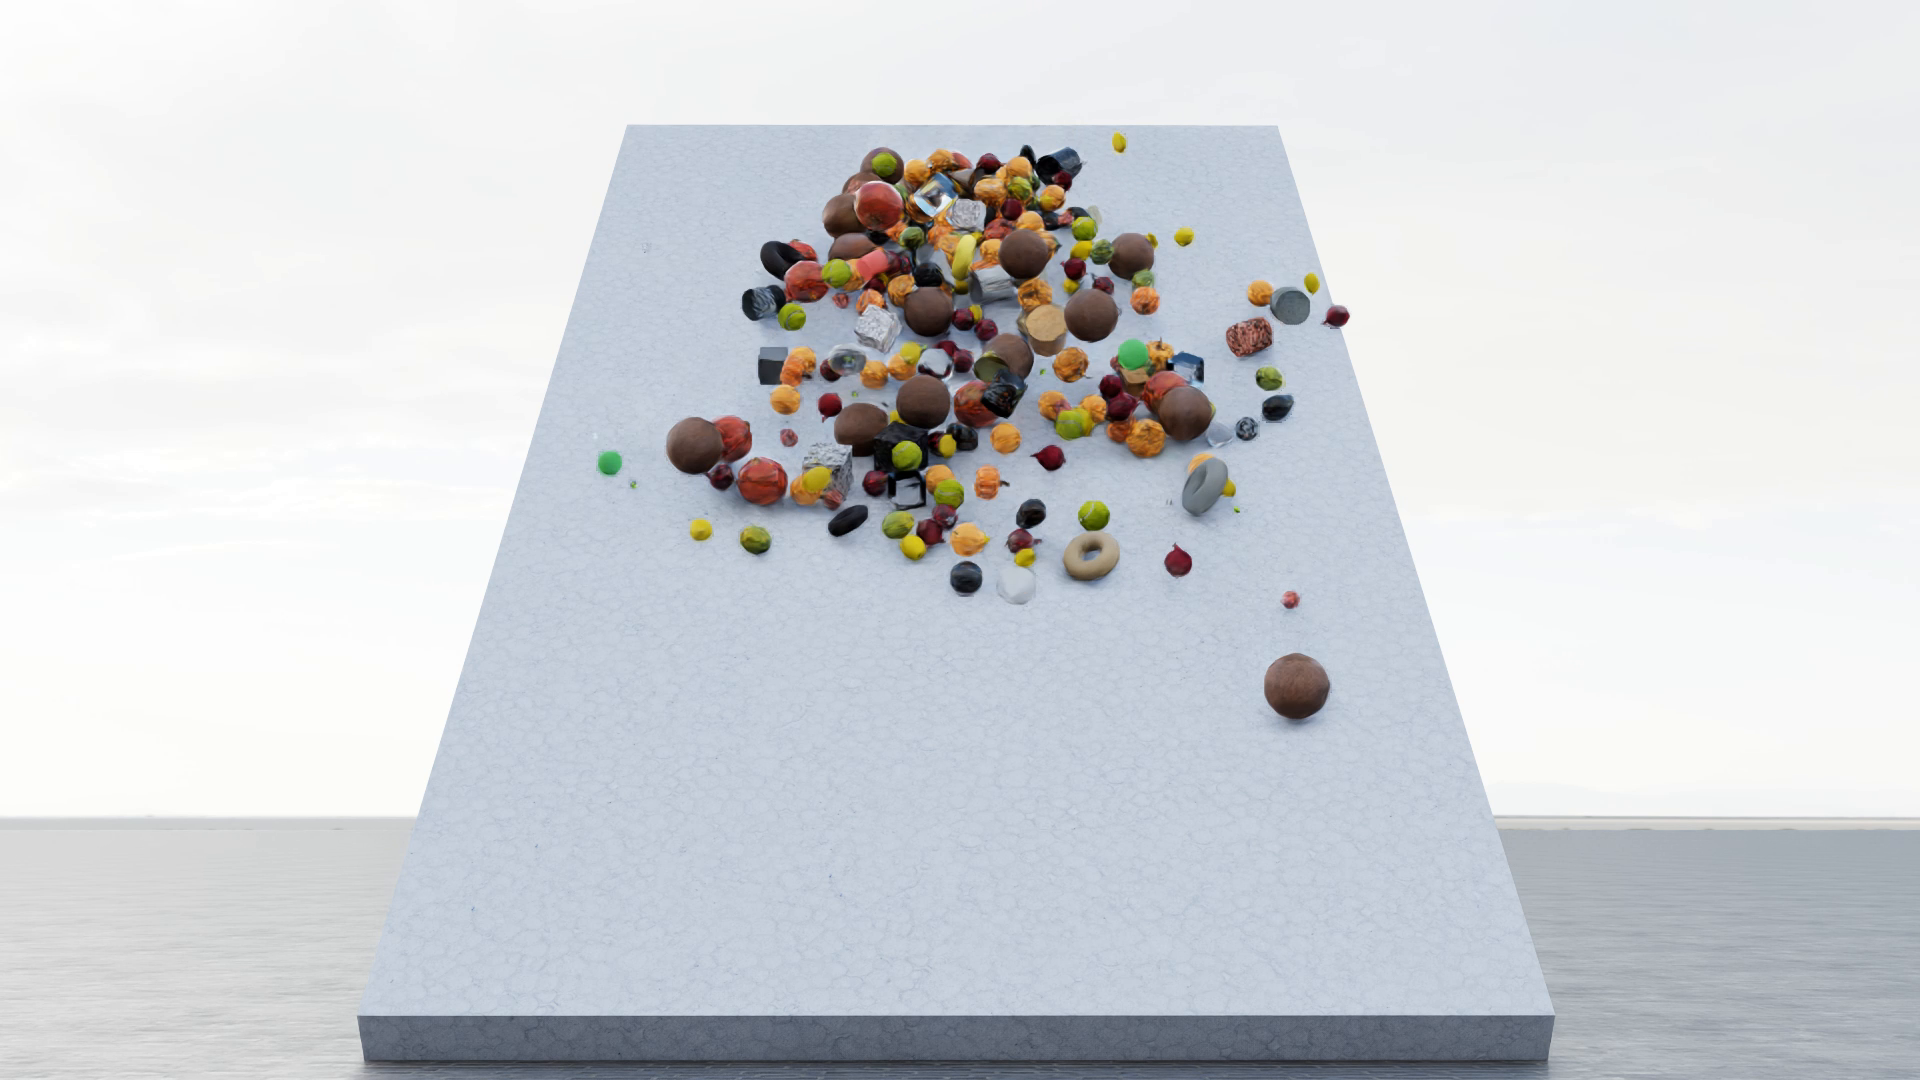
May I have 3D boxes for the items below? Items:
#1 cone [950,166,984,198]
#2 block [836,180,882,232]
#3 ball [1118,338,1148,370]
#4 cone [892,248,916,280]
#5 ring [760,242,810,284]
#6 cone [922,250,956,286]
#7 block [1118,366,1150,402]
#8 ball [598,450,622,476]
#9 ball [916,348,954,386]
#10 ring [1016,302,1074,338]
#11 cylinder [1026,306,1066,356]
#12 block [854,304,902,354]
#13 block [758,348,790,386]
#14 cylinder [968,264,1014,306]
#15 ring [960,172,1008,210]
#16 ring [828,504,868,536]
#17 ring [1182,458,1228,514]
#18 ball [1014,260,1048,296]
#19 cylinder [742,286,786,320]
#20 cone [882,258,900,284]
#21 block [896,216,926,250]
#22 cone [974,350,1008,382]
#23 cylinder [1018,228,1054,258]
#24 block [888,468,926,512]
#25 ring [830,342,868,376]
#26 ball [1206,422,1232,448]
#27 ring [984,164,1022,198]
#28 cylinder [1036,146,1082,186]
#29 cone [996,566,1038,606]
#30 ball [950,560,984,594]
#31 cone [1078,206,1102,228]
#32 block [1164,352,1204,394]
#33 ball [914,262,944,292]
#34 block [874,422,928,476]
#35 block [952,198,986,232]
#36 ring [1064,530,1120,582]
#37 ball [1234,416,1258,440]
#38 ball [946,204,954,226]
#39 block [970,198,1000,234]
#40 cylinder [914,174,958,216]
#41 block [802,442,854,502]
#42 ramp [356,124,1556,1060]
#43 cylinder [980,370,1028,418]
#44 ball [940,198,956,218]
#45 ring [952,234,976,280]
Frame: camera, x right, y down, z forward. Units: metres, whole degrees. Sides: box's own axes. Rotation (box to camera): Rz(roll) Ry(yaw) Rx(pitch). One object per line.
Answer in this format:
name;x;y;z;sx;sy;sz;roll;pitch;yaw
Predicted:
cone;0.006;-0.998;6.703;0.089;0.089;0.089;21;2;23
block;-0.277;-0.919;6.683;0.088;0.088;0.088;19;-51;-5
ball;0.394;-0.423;5.547;0.072;0.072;0.072;0;-7;0
cone;-0.135;-0.721;6.518;0.087;0.087;0.087;-30;-18;-11
ring;-0.459;-0.727;6.382;0.148;0.148;0.049;6;-49;-44
cone;-0.042;-0.687;6.308;0.094;0.094;0.094;44;9;19
block;0.425;-0.380;5.936;0.058;0.058;0.058;-9;-47;-14
ball;-0.806;-0.178;5.603;0.058;0.058;0.058;0;-7;0
ball;-0.062;-0.420;5.913;0.094;0.094;0.094;0;-7;0
ring;0.218;-0.561;6.247;0.145;0.048;0.145;-2;37;2
cylinder;0.211;-0.509;5.930;0.095;0.095;0.095;0;-19;3
block;-0.183;-0.473;5.454;0.072;0.072;0.072;23;-16;15
block;-0.460;-0.430;6.012;0.069;0.069;0.069;1;31;1
cylinder;0.080;-0.670;6.391;0.091;0.091;0.091;-16;0;-23
ring;0.067;-0.977;6.855;0.135;0.045;0.135;6;-45;6
ring;-0.246;-0.044;5.373;0.100;0.033;0.100;-28;15;9
ring;0.548;-0.121;5.447;0.047;0.140;0.140;30;-17;-18
ball;0.186;-0.685;6.374;0.091;0.091;0.091;0;-7;0
cylinder;-0.506;-0.613;6.285;0.082;0.082;0.082;-6;7;43
cone;-0.174;-0.698;6.403;0.062;0.062;0.062;-24;-12;-6
block;-0.134;-0.837;6.649;0.059;0.059;0.059;29;-8;11
cone;0.072;-0.428;5.758;0.080;0.080;0.080;1;-49;1
cylinder;0.206;-0.802;6.579;0.070;0.070;0.070;17;0;22
block;-0.118;-0.113;5.494;0.065;0.065;0.065;-13;34;-21
ring;-0.269;-0.434;5.849;0.093;0.031;0.093;-1;-45;-1
ball;0.610;-0.248;5.724;0.062;0.062;0.062;0;-7;0
ring;0.112;-1.032;7.002;0.139;0.139;0.046;-1;-44;7
cylinder;0.286;-1.083;7.059;0.094;0.094;0.094;-6;18;43
cone;0.110;0.103;4.873;0.082;0.082;0.082;-1;15;8
ball;0.013;0.081;5.167;0.072;0.072;0.072;0;-7;0
cone;0.355;-0.905;6.843;0.061;0.061;0.061;-3;-7;42
block;0.554;-0.412;5.990;0.069;0.069;0.069;22;37;32
ball;-0.081;-0.675;6.254;0.077;0.077;0.077;0;-7;0
block;-0.135;-0.205;5.619;0.092;0.092;0.092;15;34;23
block;0.023;-0.795;5.961;0.065;0.065;0.065;7;-3;12
ring;0.283;0.034;5.240;0.128;0.128;0.043;-3;-40;22
ball;0.678;-0.263;5.755;0.056;0.056;0.056;0;-7;0
ball;-0.005;-0.856;6.415;0.063;0.063;0.063;0;-7;0
block;0.054;-0.894;6.712;0.070;0.070;0.070;-35;-9;35
cylinder;-0.067;-0.940;6.626;0.084;0.084;0.084;7;-36;-47
block;-0.300;-0.155;5.534;0.094;0.094;0.094;5;32;9
ramp;-0.014;-0.199;5.796;2.000;0.100;4.000;0;31;0
cylinder;0.102;-0.339;5.642;0.081;0.081;0.081;27;24;-13
ball;-0.023;-0.916;6.747;0.061;0.061;0.061;0;-7;0
ring;0.010;-0.734;6.326;0.041;0.123;0.123;16;-6;3
